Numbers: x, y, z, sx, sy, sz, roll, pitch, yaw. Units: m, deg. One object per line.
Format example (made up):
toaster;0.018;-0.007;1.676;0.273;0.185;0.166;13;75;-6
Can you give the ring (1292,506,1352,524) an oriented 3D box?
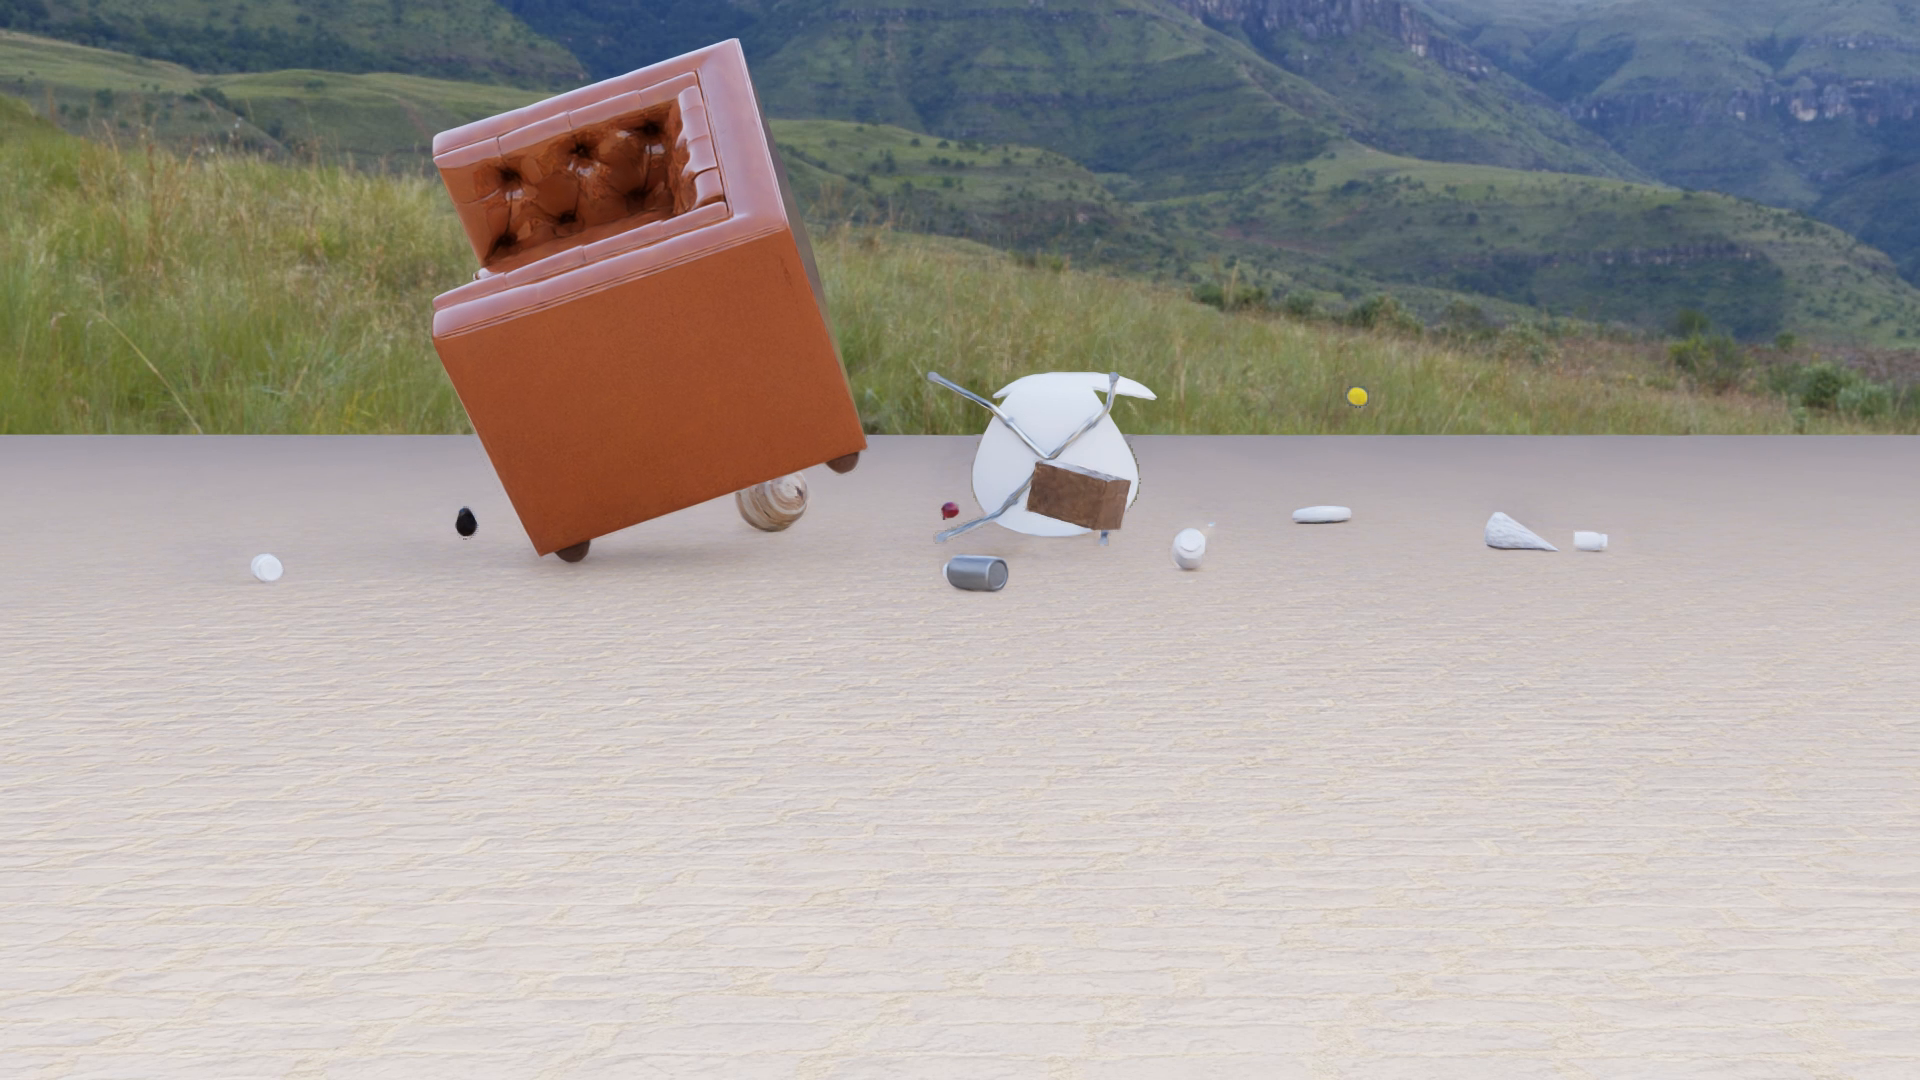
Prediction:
ring;1.225;-0.086;7.435;0.161;0.050;0.283;2;5;39

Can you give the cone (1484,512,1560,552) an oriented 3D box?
cone;1.587;0.001;6.143;0.201;0.104;0.140;22;-3;37

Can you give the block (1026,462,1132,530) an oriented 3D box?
block;0.317;-0.119;5.885;0.218;0.135;0.143;17;10;28

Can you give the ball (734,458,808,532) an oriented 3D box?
ball;-0.594;-0.143;6.924;0.234;0.234;0.234;0;4;0
